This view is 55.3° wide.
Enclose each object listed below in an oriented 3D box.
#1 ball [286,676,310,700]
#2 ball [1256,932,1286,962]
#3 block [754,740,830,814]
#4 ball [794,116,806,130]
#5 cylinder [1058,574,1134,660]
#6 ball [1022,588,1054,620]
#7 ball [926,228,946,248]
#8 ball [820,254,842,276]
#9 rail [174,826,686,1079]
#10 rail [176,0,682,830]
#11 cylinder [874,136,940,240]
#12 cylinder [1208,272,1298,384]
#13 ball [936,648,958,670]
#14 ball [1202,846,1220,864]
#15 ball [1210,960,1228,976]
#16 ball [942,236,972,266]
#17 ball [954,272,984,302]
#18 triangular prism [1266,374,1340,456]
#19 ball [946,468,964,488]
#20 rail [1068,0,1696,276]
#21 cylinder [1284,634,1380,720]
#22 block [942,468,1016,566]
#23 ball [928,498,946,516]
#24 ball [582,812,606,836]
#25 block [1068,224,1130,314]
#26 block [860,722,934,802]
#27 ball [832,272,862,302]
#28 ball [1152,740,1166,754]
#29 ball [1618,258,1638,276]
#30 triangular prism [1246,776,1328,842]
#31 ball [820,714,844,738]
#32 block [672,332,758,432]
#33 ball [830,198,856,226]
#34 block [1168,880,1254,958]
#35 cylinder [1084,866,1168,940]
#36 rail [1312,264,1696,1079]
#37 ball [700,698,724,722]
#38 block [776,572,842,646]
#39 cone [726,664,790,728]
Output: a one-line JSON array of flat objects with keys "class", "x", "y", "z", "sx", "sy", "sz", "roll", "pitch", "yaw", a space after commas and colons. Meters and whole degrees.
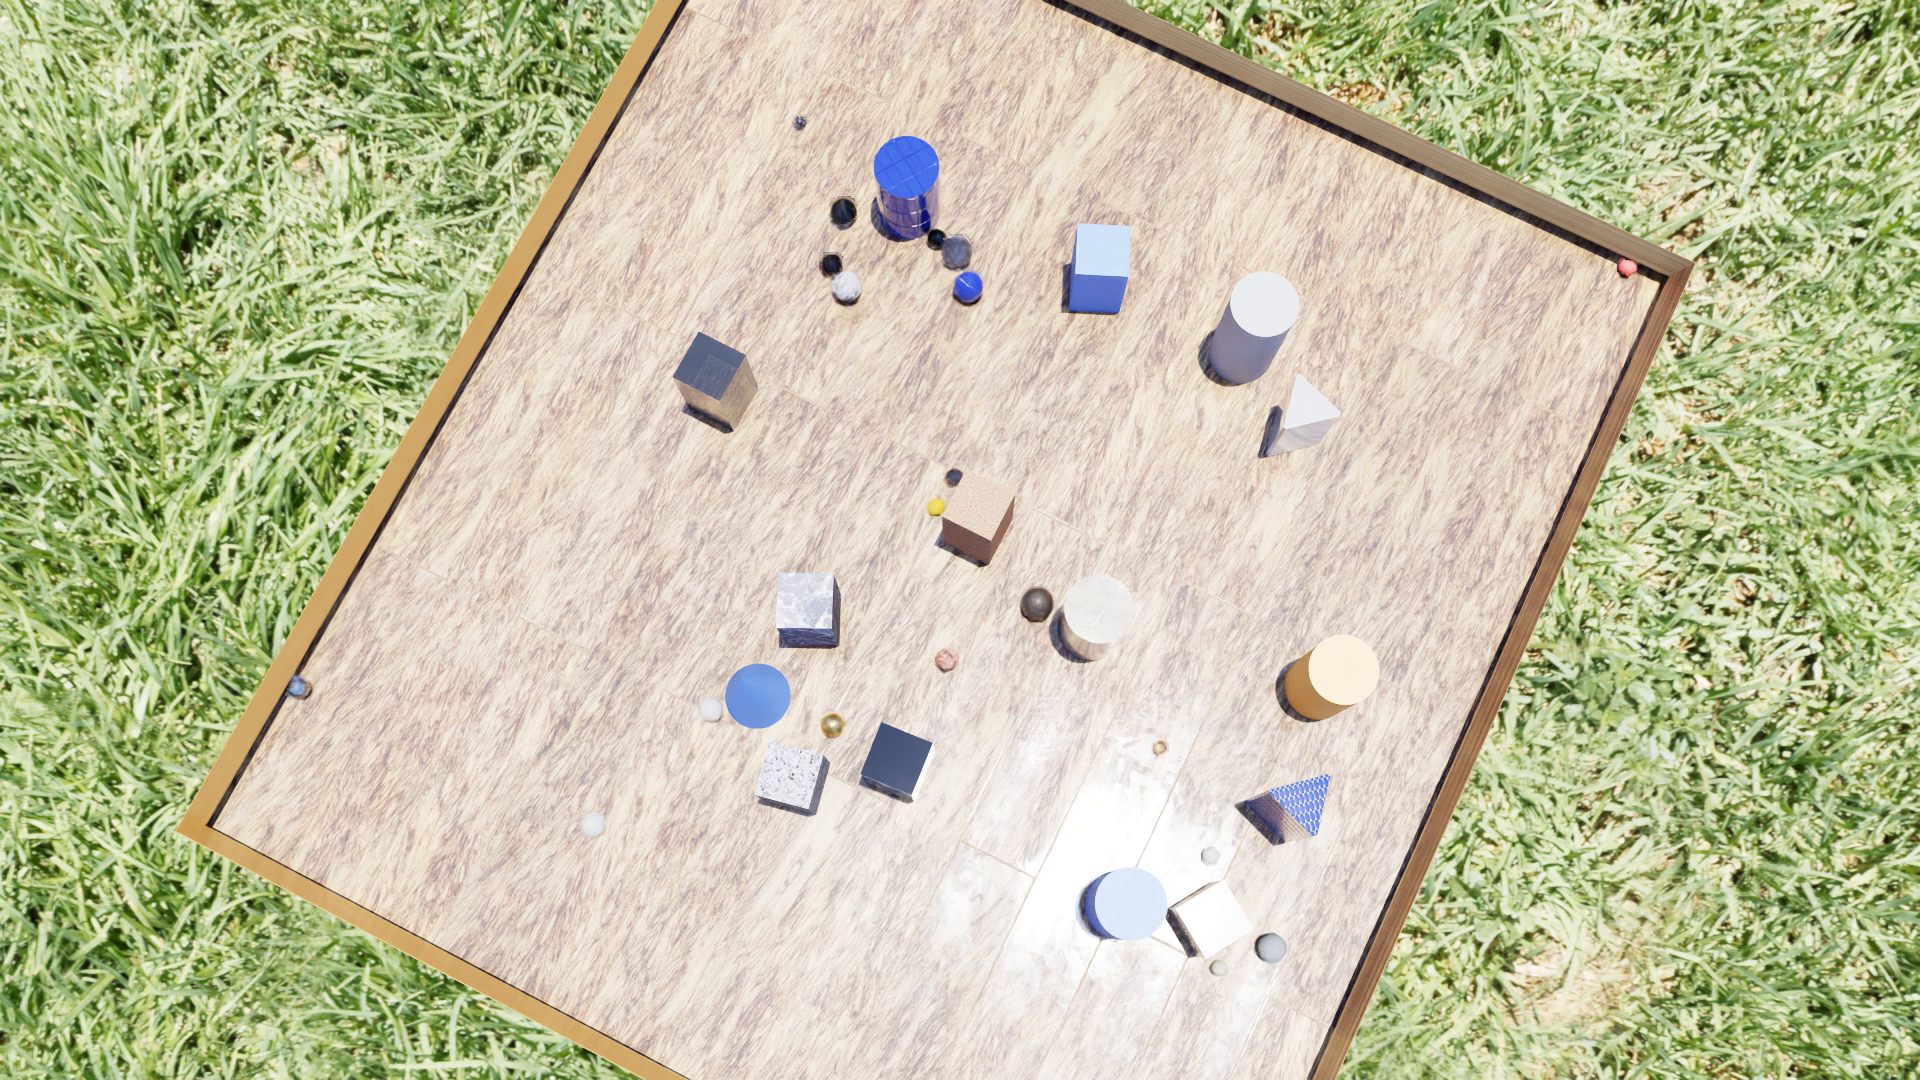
[{"class": "ball", "x": -1.983, "y": 0.442, "z": 5.490, "sx": 0.069, "sy": 0.069, "sz": 0.069, "roll": 0, "pitch": 78, "yaw": 0}, {"class": "ball", "x": 0.906, "y": 1.186, "z": 5.328, "sx": 0.085, "sy": 0.085, "sz": 0.085, "roll": 0, "pitch": 78, "yaw": 0}, {"class": "block", "x": -0.484, "y": 0.693, "z": 5.324, "sx": 0.159, "sy": 0.293, "sz": 0.159, "roll": 14, "pitch": 79, "yaw": 3}, {"class": "ball", "x": -0.513, "y": -1.338, "z": 5.872, "sx": 0.042, "sy": 0.042, "sz": 0.042, "roll": 0, "pitch": 78, "yaw": 0}, {"class": "cylinder", "x": 0.396, "y": 0.232, "z": 5.385, "sx": 0.198, "sy": 0.359, "sz": 0.198, "roll": 0, "pitch": 78, "yaw": 0}, {"class": "ball", "x": 0.234, "y": 0.192, "z": 5.526, "sx": 0.099, "sy": 0.099, "sz": 0.099, "roll": 0, "pitch": 78, "yaw": 0}, {"class": "ball", "x": -0.073, "y": -0.952, "z": 5.782, "sx": 0.063, "sy": 0.063, "sz": 0.063, "roll": 0, "pitch": 78, "yaw": 0}, {"class": "ball", "x": -0.404, "y": -0.864, "z": 5.759, "sx": 0.071, "sy": 0.071, "sz": 0.071, "roll": 0, "pitch": 78, "yaw": 0}, {"class": "rail", "x": -0.792, "y": 1.558, "z": 5.227, "sx": 3.293, "sy": 0.129, "sz": 0.045, "roll": 26, "pitch": 80, "yaw": 5}, {"class": "rail", "x": -1.452, "y": -0.704, "z": 5.696, "sx": 0.045, "sy": 0.129, "sz": 3.589, "roll": 26, "pitch": 80, "yaw": 5}, {"class": "cylinder", "x": -0.161, "y": -1.084, "z": 5.664, "sx": 0.198, "sy": 0.347, "sz": 0.198, "roll": 0, "pitch": 78, "yaw": 0}, {"class": "cylinder", "x": 0.878, "y": -0.633, "z": 5.509, "sx": 0.198, "sy": 0.468, "sz": 0.198, "roll": 0, "pitch": 78, "yaw": 0}, {"class": "ball", "x": -0.041, "y": 0.359, "z": 5.508, "sx": 0.066, "sy": 0.066, "sz": 0.066, "roll": 0, "pitch": 78, "yaw": 0}, {"class": "ball", "x": 0.739, "y": 0.930, "z": 5.397, "sx": 0.053, "sy": 0.053, "sz": 0.053, "roll": 0, "pitch": 78, "yaw": 0}, {"class": "ball", "x": 0.754, "y": 1.246, "z": 5.335, "sx": 0.047, "sy": 0.047, "sz": 0.047, "roll": 0, "pitch": 78, "yaw": 0}, {"class": "ball", "x": -0.009, "y": -0.907, "z": 5.755, "sx": 0.097, "sy": 0.097, "sz": 0.097, "roll": 0, "pitch": 78, "yaw": 0}, {"class": "ball", "x": 0.027, "y": -0.792, "z": 5.733, "sx": 0.094, "sy": 0.094, "sz": 0.094, "roll": 0, "pitch": 78, "yaw": 0}, {"class": "triangular prism", "x": 1.013, "y": -0.385, "z": 5.531, "sx": 0.172, "sy": 0.323, "sz": 0.149, "roll": -14, "pitch": 79, "yaw": -3}, {"class": "ball", "x": -0.017, "y": -0.191, "z": 5.627, "sx": 0.057, "sy": 0.057, "sz": 0.057, "roll": 0, "pitch": 78, "yaw": 0}, {"class": "rail", "x": 0.792, "y": -1.544, "z": 5.869, "sx": 3.293, "sy": 0.129, "sz": 0.045, "roll": 26, "pitch": 80, "yaw": 5}, {"class": "cylinder", "x": 1.078, "y": 0.403, "z": 5.334, "sx": 0.198, "sy": 0.390, "sz": 0.198, "roll": 0, "pitch": 78, "yaw": 0}, {"class": "block", "x": 0.054, "y": -0.065, "z": 5.442, "sx": 0.159, "sy": 0.369, "sz": 0.159, "roll": 26, "pitch": 80, "yaw": 5}, {"class": "ball", "x": -0.072, "y": -0.102, "z": 5.610, "sx": 0.054, "sy": 0.054, "sz": 0.054, "roll": 0, "pitch": 78, "yaw": 0}, {"class": "ball", "x": -1.080, "y": 0.838, "z": 5.406, "sx": 0.073, "sy": 0.073, "sz": 0.073, "roll": 0, "pitch": 78, "yaw": 0}, {"class": "block", "x": 0.426, "y": -0.829, "z": 5.617, "sx": 0.159, "sy": 0.335, "sz": 0.159, "roll": 3, "pitch": 78, "yaw": 1}, {"class": "block", "x": -0.179, "y": 0.648, "z": 5.327, "sx": 0.159, "sy": 0.303, "sz": 0.159, "roll": 22, "pitch": 79, "yaw": 4}, {"class": "ball", "x": -0.354, "y": -0.792, "z": 5.732, "sx": 0.094, "sy": 0.094, "sz": 0.094, "roll": 0, "pitch": 78, "yaw": 0}, {"class": "ball", "x": 0.595, "y": 0.620, "z": 5.467, "sx": 0.042, "sy": 0.042, "sz": 0.042, "roll": 0, "pitch": 78, "yaw": 0}, {"class": "ball", "x": 2.103, "y": -0.860, "z": 5.767, "sx": 0.055, "sy": 0.055, "sz": 0.055, "roll": 0, "pitch": 78, "yaw": 0}, {"class": "triangular prism", "x": 0.961, "y": 0.741, "z": 5.237, "sx": 0.149, "sy": 0.442, "sz": 0.172, "roll": -44, "pitch": 82, "yaw": -8}, {"class": "ball", "x": -0.382, "y": 0.552, "z": 5.466, "sx": 0.072, "sy": 0.072, "sz": 0.072, "roll": 0, "pitch": 78, "yaw": 0}, {"class": "block", "x": -0.736, "y": -0.476, "z": 5.540, "sx": 0.159, "sy": 0.343, "sz": 0.159, "roll": 27, "pitch": 80, "yaw": 5}, {"class": "ball", "x": -0.368, "y": -1.036, "z": 5.787, "sx": 0.086, "sy": 0.086, "sz": 0.086, "roll": 0, "pitch": 78, "yaw": 0}, {"class": "block", "x": 0.716, "y": 1.089, "z": 5.266, "sx": 0.159, "sy": 0.244, "sz": 0.159, "roll": -30, "pitch": 80, "yaw": -6}, {"class": "cylinder", "x": 0.466, "y": 1.031, "z": 5.191, "sx": 0.198, "sy": 0.416, "sz": 0.198, "roll": 0, "pitch": 78, "yaw": 0}, {"class": "rail", "x": 1.452, "y": 0.718, "z": 5.401, "sx": 0.045, "sy": 0.129, "sz": 3.589, "roll": 26, "pitch": 80, "yaw": 5}, {"class": "ball", "x": -0.743, "y": 0.509, "z": 5.476, "sx": 0.069, "sy": 0.069, "sz": 0.069, "roll": 0, "pitch": 78, "yaw": 0}, {"class": "block", "x": -0.443, "y": 0.208, "z": 5.396, "sx": 0.159, "sy": 0.348, "sz": 0.159, "roll": 1, "pitch": 78, "yaw": 0}, {"class": "cone", "x": -0.609, "y": 0.425, "z": 5.302, "sx": 0.198, "sy": 0.443, "sz": 0.198, "roll": 0, "pitch": 78, "yaw": 0}]
